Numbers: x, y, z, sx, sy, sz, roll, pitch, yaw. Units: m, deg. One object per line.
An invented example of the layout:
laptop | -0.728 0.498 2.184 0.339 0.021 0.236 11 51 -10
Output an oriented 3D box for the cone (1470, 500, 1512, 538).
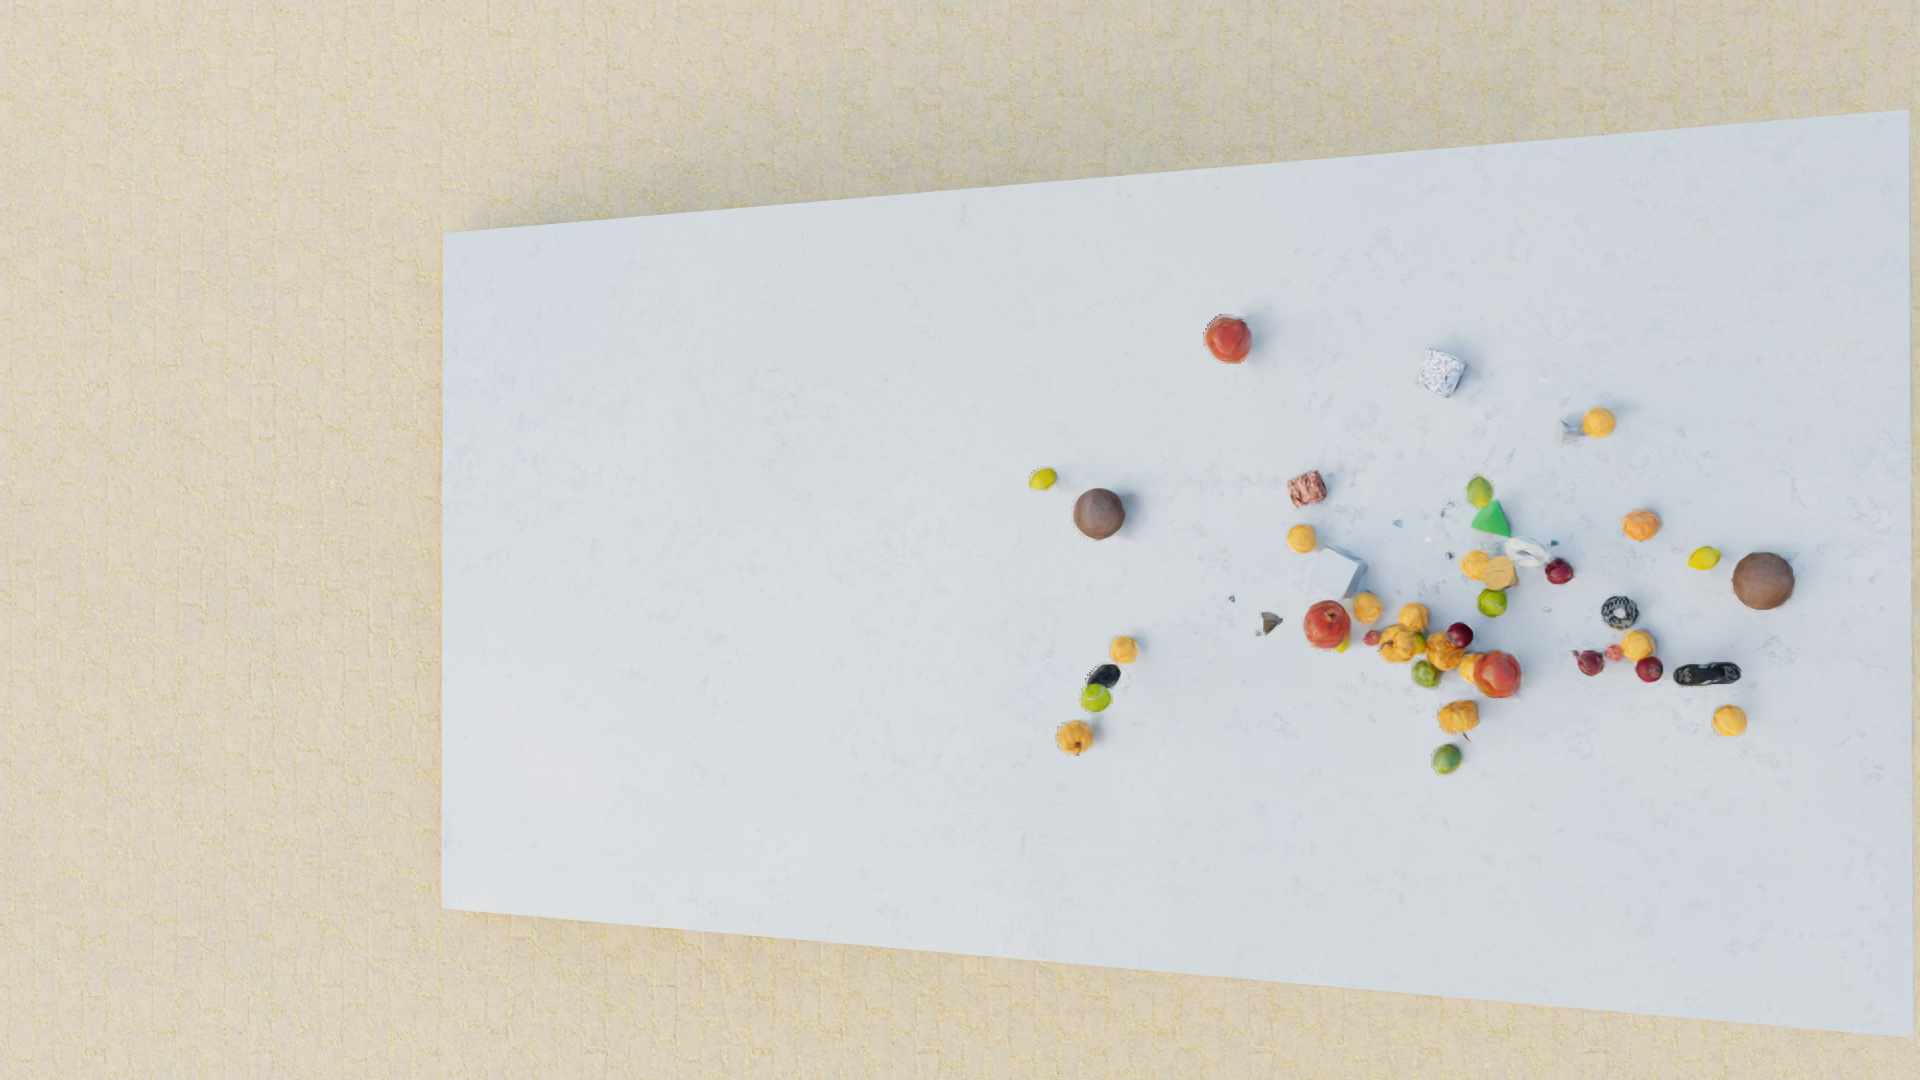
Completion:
cone | 1.251 -0.032 5.113 0.088 0.088 0.088 40 90 -7

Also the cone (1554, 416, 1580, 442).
cone | 1.406 -0.245 5.044 0.063 0.063 0.063 22 89 -30

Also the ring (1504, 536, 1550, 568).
ring | 1.290 0.027 4.997 0.106 0.106 0.035 24 65 0

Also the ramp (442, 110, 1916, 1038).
ramp | 0.280 0.080 5.672 4.000 0.100 2.000 0 89 26

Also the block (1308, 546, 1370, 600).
block | 0.905 0.078 5.254 0.092 0.092 0.092 29 102 24

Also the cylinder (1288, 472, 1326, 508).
cylinder | 0.837 -0.122 5.302 0.071 0.071 0.071 -20 89 25

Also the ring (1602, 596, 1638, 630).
ring | 1.487 0.163 4.955 0.081 0.027 0.081 10 116 20

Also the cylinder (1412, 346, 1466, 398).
cylinder | 1.123 -0.391 5.149 0.094 0.094 0.094 22 100 0
